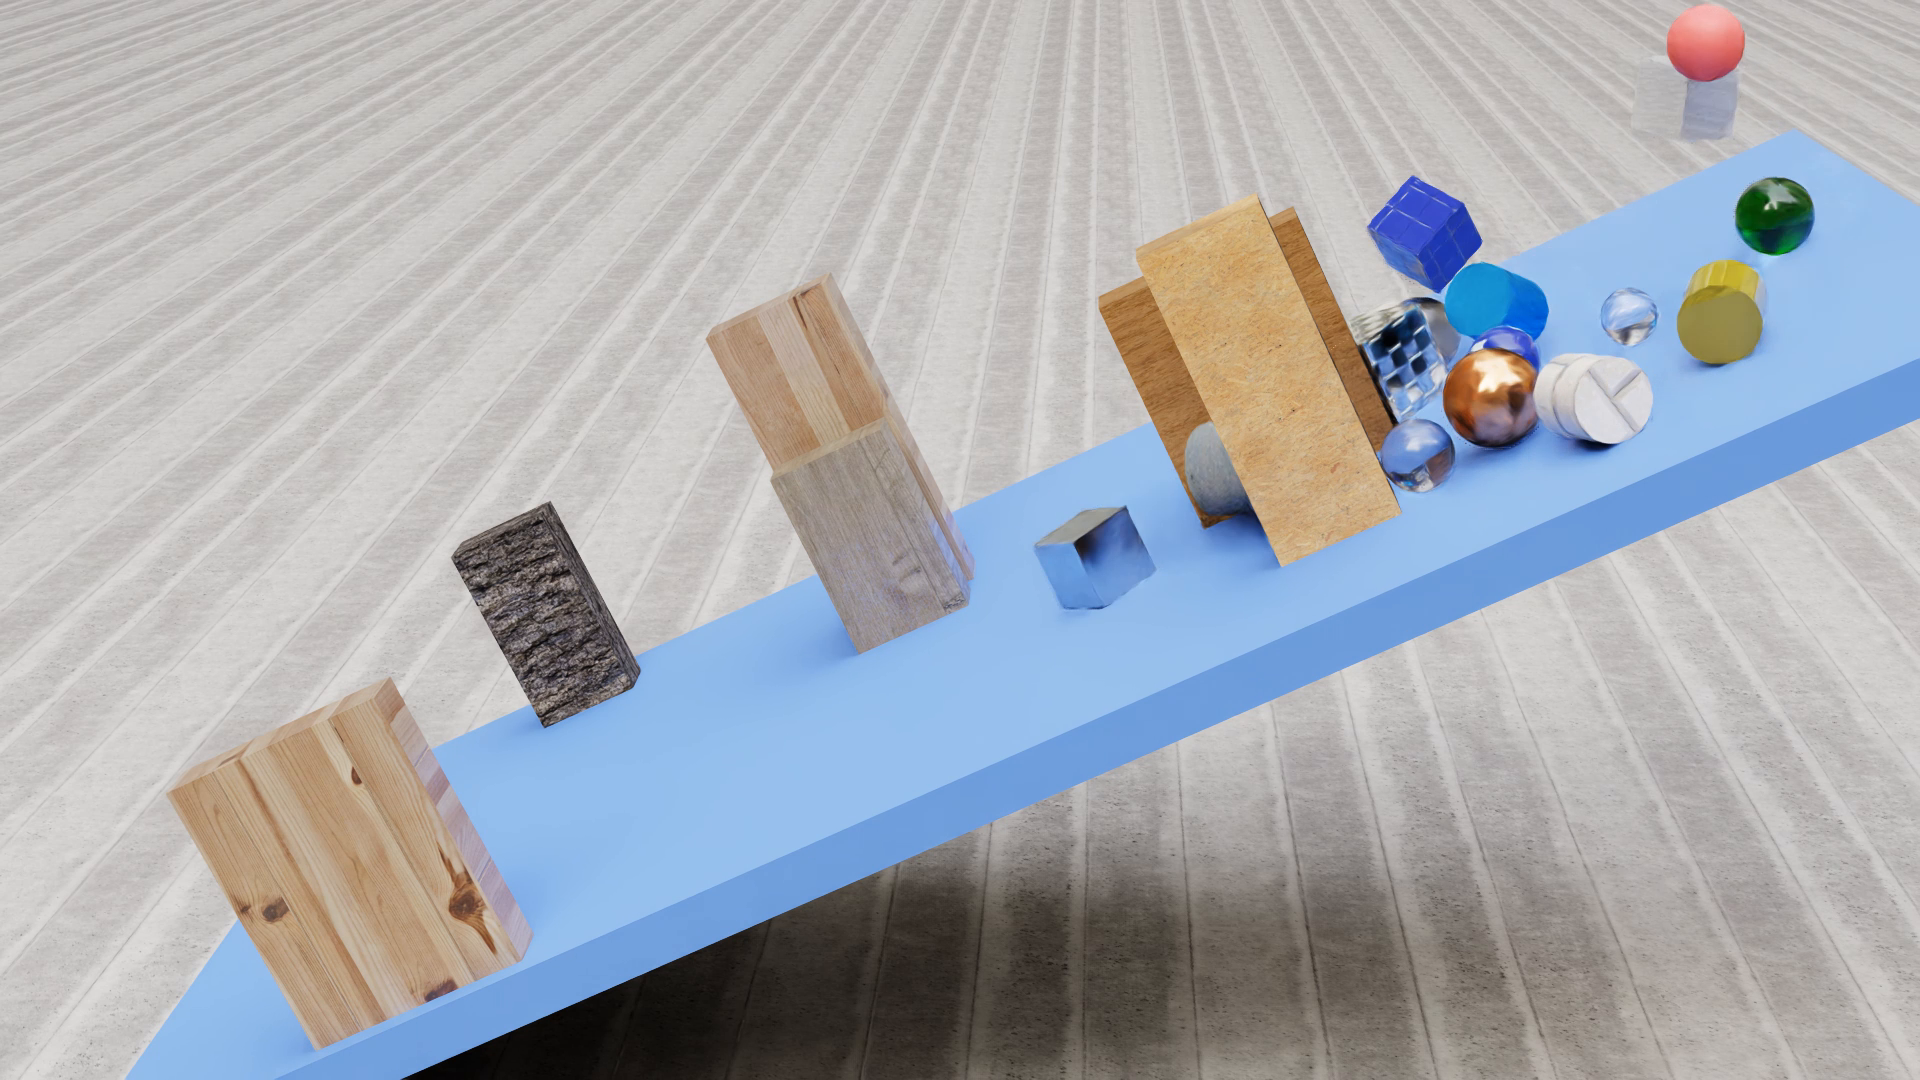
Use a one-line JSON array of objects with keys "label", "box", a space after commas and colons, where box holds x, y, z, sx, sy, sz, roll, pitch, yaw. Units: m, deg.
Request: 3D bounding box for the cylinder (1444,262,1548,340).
[{"label": "cylinder", "box": [1.108, -0.481, 6.075, 0.155, 0.155, 0.155, 14, 1, 41]}]

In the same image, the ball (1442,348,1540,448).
[{"label": "ball", "box": [1.022, -0.273, 5.637, 0.192, 0.192, 0.192, 0, 16, 0]}]

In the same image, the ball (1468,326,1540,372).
[{"label": "ball", "box": [1.097, -0.360, 5.929, 0.144, 0.144, 0.144, 0, 16, 0]}]

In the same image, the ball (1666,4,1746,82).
[{"label": "ball", "box": [1.437, -0.958, 5.667, 0.147, 0.147, 0.147, 0, 16, 0]}]

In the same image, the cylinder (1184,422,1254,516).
[{"label": "cylinder", "box": [0.585, -0.154, 5.902, 0.192, 0.192, 0.192, -9, 7, 41]}]

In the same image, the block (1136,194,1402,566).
[{"label": "block", "box": [0.584, -0.300, 5.562, 0.249, 0.656, 0.117, -24, 13, 9]}]

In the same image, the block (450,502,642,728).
[{"label": "block", "box": [-1.001, 0.181, 7.134, 0.245, 0.479, 0.135, -24, 13, 9]}]

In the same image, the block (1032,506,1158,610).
[{"label": "block", "box": [0.272, 0.037, 5.974, 0.151, 0.151, 0.151, -34, 15, -28]}]

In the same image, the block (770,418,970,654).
[{"label": "block", "box": [-0.193, -0.009, 6.416, 0.266, 0.434, 0.120, -24, 13, 9]}]

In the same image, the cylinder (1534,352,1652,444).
[{"label": "cylinder", "box": [1.162, -0.262, 5.403, 0.158, 0.158, 0.158, -5, 8, -16]}]

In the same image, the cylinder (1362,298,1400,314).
[{"label": "cylinder", "box": [0.920, -0.428, 6.497, 0.158, 0.158, 0.158, -33, 29, -20]}]

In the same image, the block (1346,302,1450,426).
[{"label": "block", "box": [0.883, -0.360, 6.233, 0.193, 0.193, 0.193, -35, 16, -33]}]

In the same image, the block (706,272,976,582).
[{"label": "block", "box": [-0.261, -0.194, 6.573, 0.296, 0.744, 0.123, -24, 13, 9]}]

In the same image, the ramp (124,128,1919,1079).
[{"label": "ramp", "box": [0.137, 0.168, 6.282, 4.000, 0.100, 2.000, -24, 13, 9]}]

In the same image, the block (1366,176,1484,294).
[{"label": "block", "box": [1.005, -0.660, 6.357, 0.152, 0.152, 0.152, 37, -7, 39]}]

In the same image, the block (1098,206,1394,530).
[{"label": "block", "box": [0.594, -0.353, 6.052, 0.439, 0.514, 0.127, -24, 13, 9]}]

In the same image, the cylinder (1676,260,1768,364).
[{"label": "cylinder", "box": [1.433, -0.429, 5.527, 0.156, 0.156, 0.156, 5, 24, 17]}]

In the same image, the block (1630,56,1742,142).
[{"label": "block", "box": [1.460, -0.890, 5.917, 0.142, 0.142, 0.142, -8, 23, -30]}]

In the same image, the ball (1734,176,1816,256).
[{"label": "ball", "box": [1.654, -0.658, 5.970, 0.159, 0.159, 0.159, 0, 16, 0]}]

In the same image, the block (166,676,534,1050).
[{"label": "block", "box": [-1.146, 0.614, 5.553, 0.448, 0.576, 0.123, -24, 13, 9]}]

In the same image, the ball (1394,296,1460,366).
[{"label": "ball", "box": [0.996, -0.441, 6.352, 0.169, 0.169, 0.169, 0, 16, 0]}]

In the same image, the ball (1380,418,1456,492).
[{"label": "ball", "box": [0.873, -0.161, 5.605, 0.142, 0.142, 0.142, 0, 16, 0]}]

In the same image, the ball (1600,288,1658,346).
[{"label": "ball", "box": [1.335, -0.446, 5.869, 0.114, 0.114, 0.114, 0, 16, 0]}]
